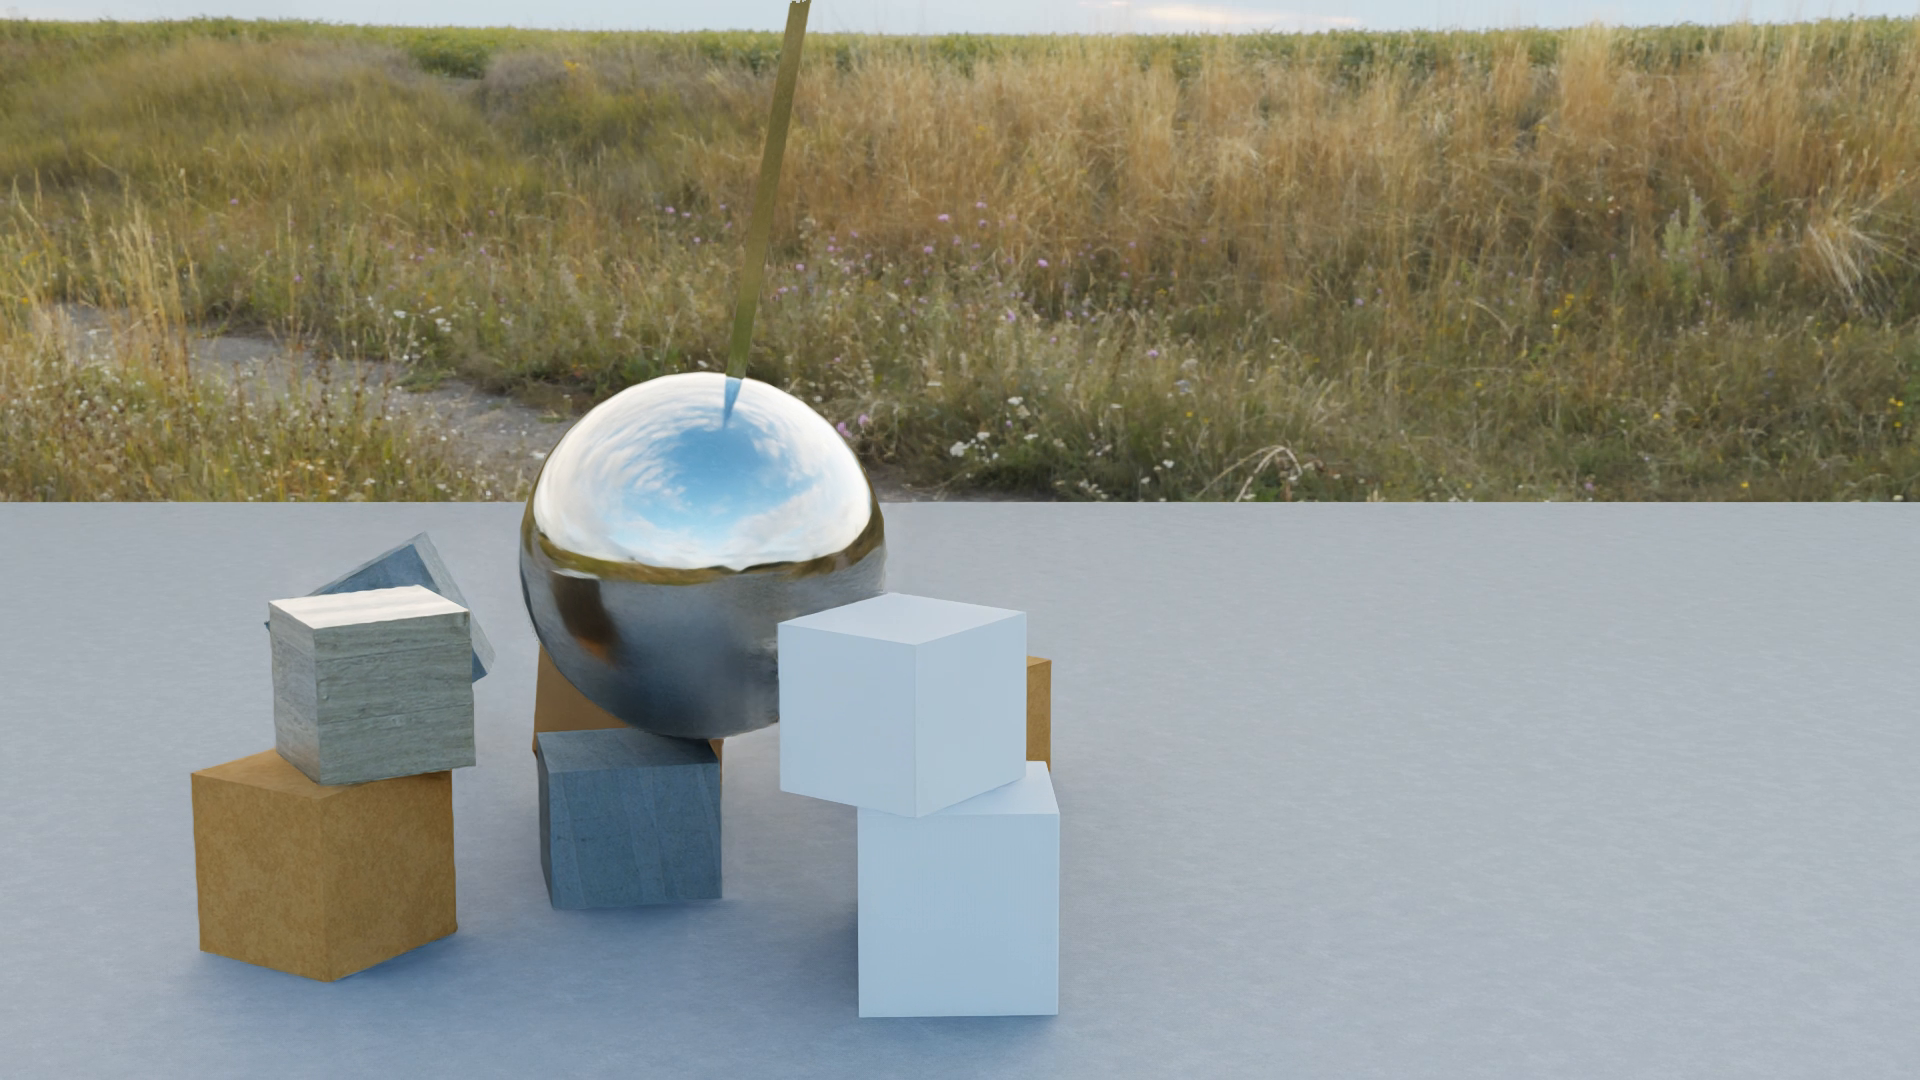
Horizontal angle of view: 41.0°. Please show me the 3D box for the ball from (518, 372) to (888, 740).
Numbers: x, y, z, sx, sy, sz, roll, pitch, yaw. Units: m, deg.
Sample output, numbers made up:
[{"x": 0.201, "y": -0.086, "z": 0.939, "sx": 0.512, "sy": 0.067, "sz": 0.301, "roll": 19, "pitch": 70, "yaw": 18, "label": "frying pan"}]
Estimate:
[{"x": -1.117, "y": 0.066, "z": 11.192, "sx": 1.600, "sy": 1.600, "sz": 1.600, "roll": 0, "pitch": 10, "yaw": 0, "label": "ball"}]

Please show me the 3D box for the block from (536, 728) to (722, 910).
[{"x": -1.458, "y": 1.203, "z": 11.264, "sx": 0.725, "sy": 0.603, "sz": 0.688, "roll": -2, "pitch": 11, "yaw": -13, "label": "block"}]

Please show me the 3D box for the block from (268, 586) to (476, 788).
[{"x": -2.388, "y": 0.581, "z": 10.412, "sx": 0.635, "sy": 0.640, "sz": 0.610, "roll": -6, "pitch": 12, "yaw": -30, "label": "block"}]

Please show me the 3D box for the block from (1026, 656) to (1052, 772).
[{"x": -0.005, "y": 0.901, "z": 12.974, "sx": 0.666, "sy": 0.586, "sz": 0.658, "roll": 8, "pitch": 13, "yaw": 39, "label": "block"}]

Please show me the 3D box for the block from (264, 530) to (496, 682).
[{"x": -3.024, "y": 0.525, "z": 13.480, "sx": 0.847, "sy": 0.776, "sz": 0.756, "roll": -29, "pitch": 8, "yaw": -4, "label": "block"}]

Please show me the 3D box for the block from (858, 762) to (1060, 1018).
[{"x": -0.019, "y": 1.343, "z": 9.976, "sx": 0.753, "sy": 0.788, "sz": 0.740, "roll": 0, "pitch": 10, "yaw": -2, "label": "block"}]

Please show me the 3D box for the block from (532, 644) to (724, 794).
[{"x": -1.567, "y": 0.732, "z": 12.323, "sx": 0.796, "sy": 0.846, "sz": 0.810, "roll": 0, "pitch": -23, "yaw": 0, "label": "block"}]

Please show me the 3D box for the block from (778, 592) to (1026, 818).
[{"x": -0.216, "y": 0.621, "z": 9.905, "sx": 0.652, "sy": 0.658, "sz": 0.720, "roll": 7, "pitch": 13, "yaw": 35, "label": "block"}]

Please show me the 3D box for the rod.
[{"x": -0.484, "y": -3.220, "z": 10.595, "sx": 0.080, "sy": 5.200, "sz": 0.080, "roll": 11, "pitch": 10, "yaw": -2, "label": "rod"}]

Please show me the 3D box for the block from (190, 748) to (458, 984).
[{"x": -2.583, "y": 1.277, "z": 10.457, "sx": 0.713, "sy": 0.745, "sz": 0.734, "roll": 6, "pitch": 12, "yaw": 31, "label": "block"}]
